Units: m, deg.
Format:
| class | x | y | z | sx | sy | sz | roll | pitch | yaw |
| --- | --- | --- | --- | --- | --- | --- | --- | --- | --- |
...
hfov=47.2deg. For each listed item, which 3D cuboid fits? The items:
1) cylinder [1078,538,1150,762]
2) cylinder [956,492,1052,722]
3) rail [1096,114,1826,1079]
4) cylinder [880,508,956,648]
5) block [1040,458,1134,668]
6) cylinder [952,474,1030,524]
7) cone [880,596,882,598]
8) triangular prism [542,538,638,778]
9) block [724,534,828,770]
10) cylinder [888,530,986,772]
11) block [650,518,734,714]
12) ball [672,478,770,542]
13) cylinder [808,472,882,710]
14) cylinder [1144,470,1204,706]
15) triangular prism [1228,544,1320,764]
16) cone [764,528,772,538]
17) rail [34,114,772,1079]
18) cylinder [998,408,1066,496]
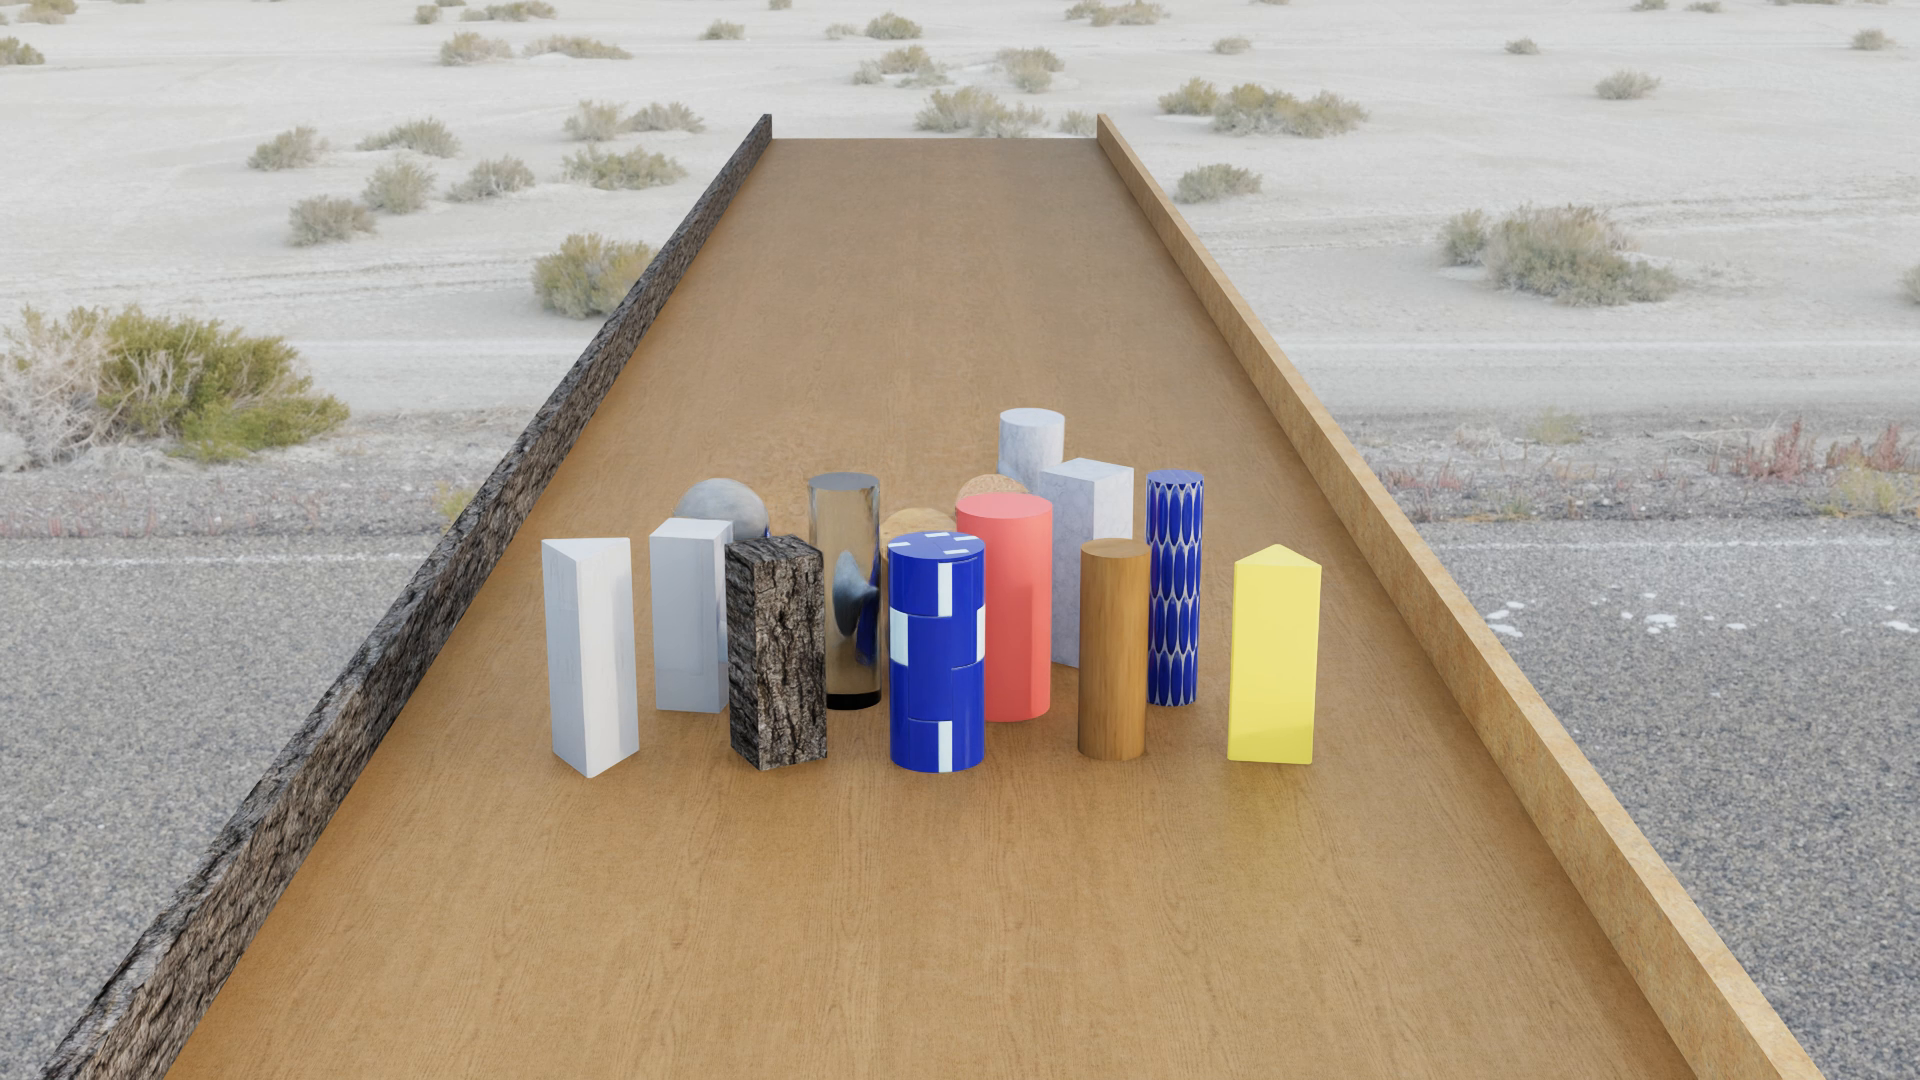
| class | x | y | z | sx | sy | sz | roll | pitch | yaw |
| --- | --- | --- | --- | --- | --- | --- | --- | --- | --- |
| cylinder | 0.273 | 0.194 | 3.911 | 0.123 | 0.377 | 0.123 | 0 | 17 | 0 |
| cylinder | 0.082 | 0.124 | 4.119 | 0.178 | 0.393 | 0.178 | 0 | 17 | 0 |
| rail | 0.932 | -0.844 | 7.801 | 0.050 | 0.150 | 12.000 | 0 | 17 | -1 |
| cylinder | -0.075 | 0.097 | 4.296 | 0.160 | 0.307 | 0.160 | -1 | 50 | 1 |
| block | 0.249 | 0.047 | 4.385 | 0.133 | 0.389 | 0.133 | 13 | 21 | 37 |
| cylinder | 0.042 | 0.041 | 4.412 | 0.157 | 0.369 | 0.157 | 5 | 54 | -7 |
| cone | -0.253 | 0.098 | 4.411 | 0.179 | 0.179 | 0.365 | 0 | 0 | 1 |
| triangular prism | -0.633 | 0.197 | 3.870 | 0.130 | 0.396 | 0.150 | -11 | 20 | -32 |
| block | -0.325 | 0.198 | 3.892 | 0.131 | 0.382 | 0.131 | -9 | 19 | -27 |
| cylinder | -0.041 | 0.196 | 3.879 | 0.170 | 0.392 | 0.170 | 0 | 17 | 0 |
| block | -0.501 | 0.142 | 4.151 | 0.124 | 0.341 | 0.124 | 3 | 17 | 10 |
| ball | -0.468 | -0.025 | 4.293 | 0.193 | 0.193 | 0.193 | 0 | 17 | 0 |
| cylinder | -0.216 | 0.097 | 4.149 | 0.133 | 0.429 | 0.133 | 0 | 17 | 0 |
| cylinder | 0.401 | 0.091 | 4.155 | 0.107 | 0.436 | 0.107 | 0 | 17 | 0 |
| triangular prism | 0.558 | 0.200 | 3.913 | 0.146 | 0.365 | 0.126 | 2 | 17 | 8 |
| cone | -0.359 | 0.083 | 4.320 | 0.168 | 0.316 | 0.168 | -3 | 46 | 3 |
| rail | -1.118 | -0.838 | 7.780 | 0.050 | 0.150 | 12.000 | 0 | 17 | -1 |
| cylinder | 0.141 | -0.045 | 4.591 | 0.134 | 0.441 | 0.134 | 2 | 20 | -1 |
